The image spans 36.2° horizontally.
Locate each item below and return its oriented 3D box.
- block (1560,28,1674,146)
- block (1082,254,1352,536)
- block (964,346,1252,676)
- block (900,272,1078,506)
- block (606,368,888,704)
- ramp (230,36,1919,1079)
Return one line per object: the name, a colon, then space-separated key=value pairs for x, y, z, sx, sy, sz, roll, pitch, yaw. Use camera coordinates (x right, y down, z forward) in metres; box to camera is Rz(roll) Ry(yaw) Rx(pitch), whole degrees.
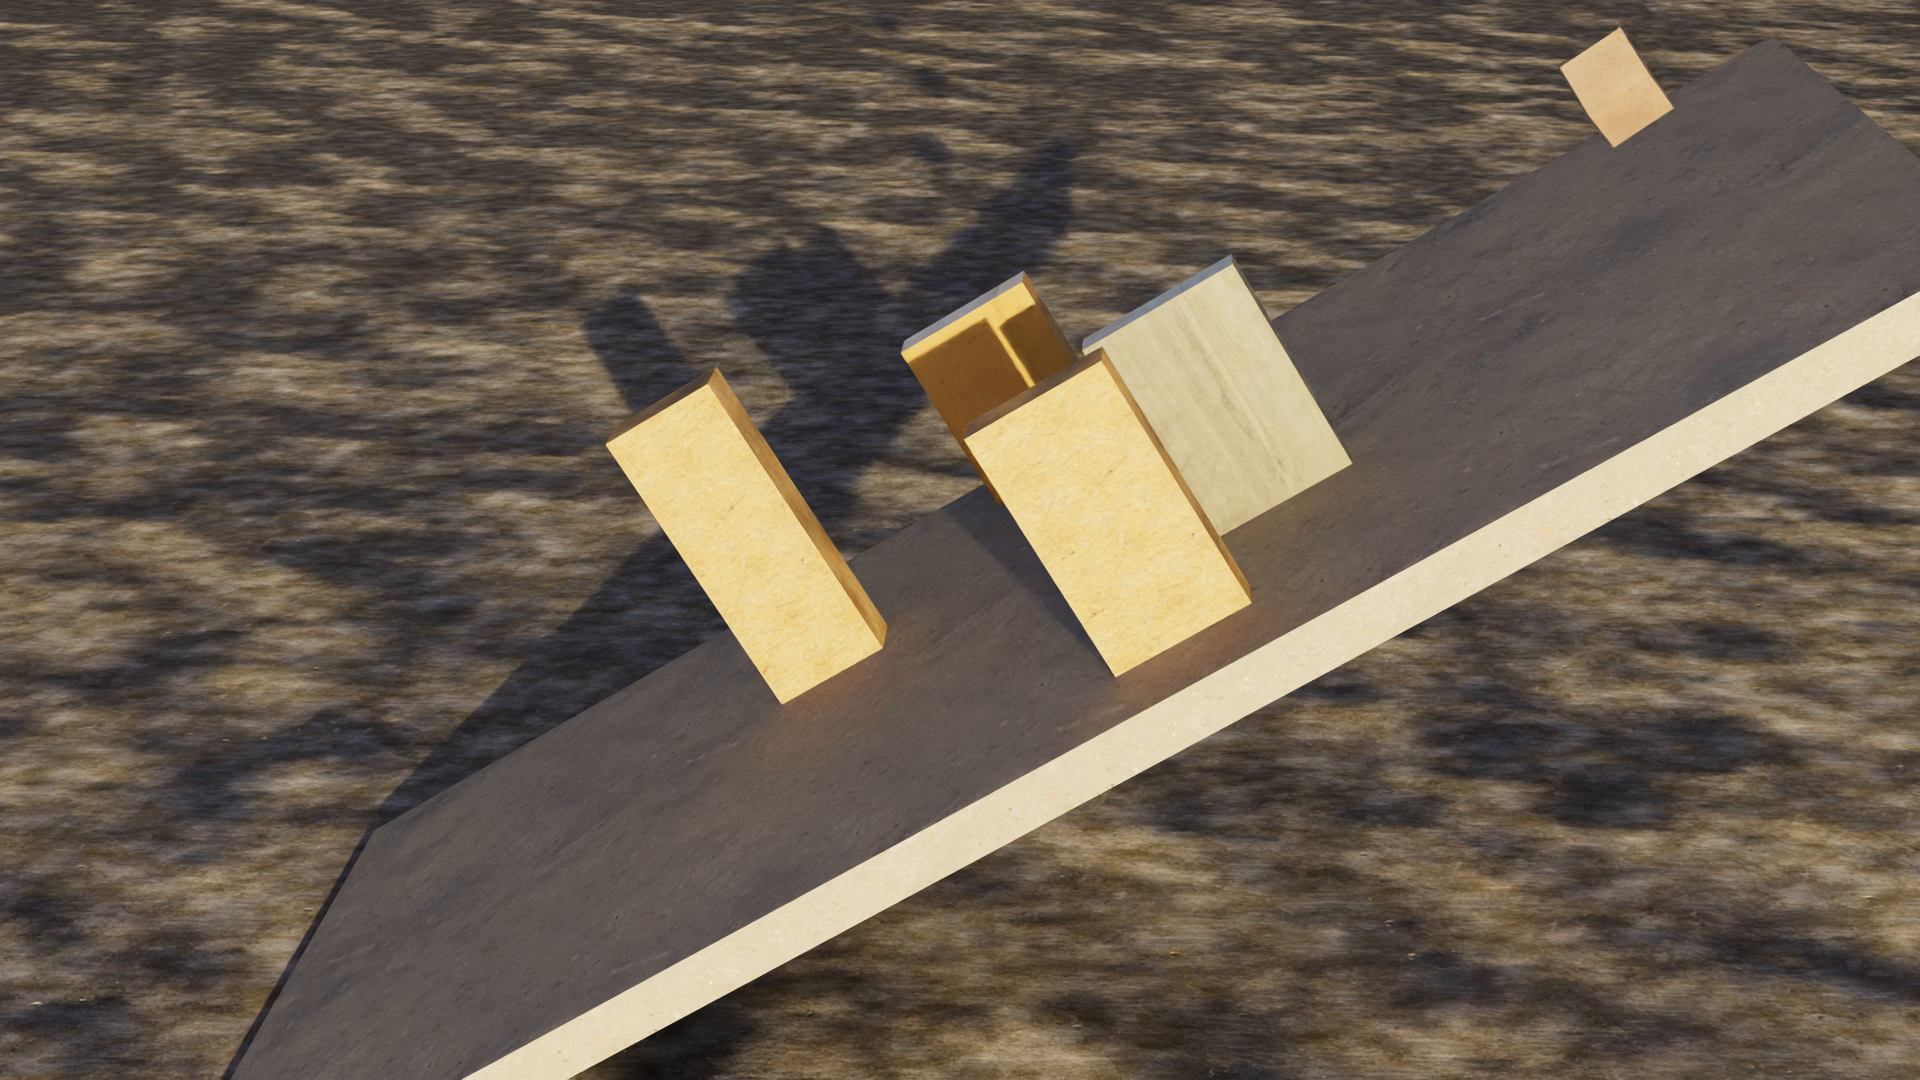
block: x=1.271 y=-0.875 z=5.692 sx=0.134 sy=0.134 sz=0.134 roll=33 pitch=29 yaw=-51
block: x=0.509 y=-0.275 z=5.822 sx=0.339 sy=0.471 sz=0.081 roll=-29 pitch=15 yaw=13
block: x=0.276 y=-0.049 z=5.446 sx=0.292 sy=0.541 sz=0.097 roll=-29 pitch=15 yaw=13
block: x=0.121 y=-0.357 z=6.953 sx=0.333 sy=0.439 sz=0.107 roll=-29 pitch=15 yaw=13
block: x=-0.467 y=-0.007 z=6.517 sx=0.267 sy=0.708 sz=0.137 roll=-29 pitch=15 yaw=13
ramp: x=0.141 y=0.169 z=6.289 sx=4.000 sy=0.100 sz=2.000 roll=-29 pitch=15 yaw=13
